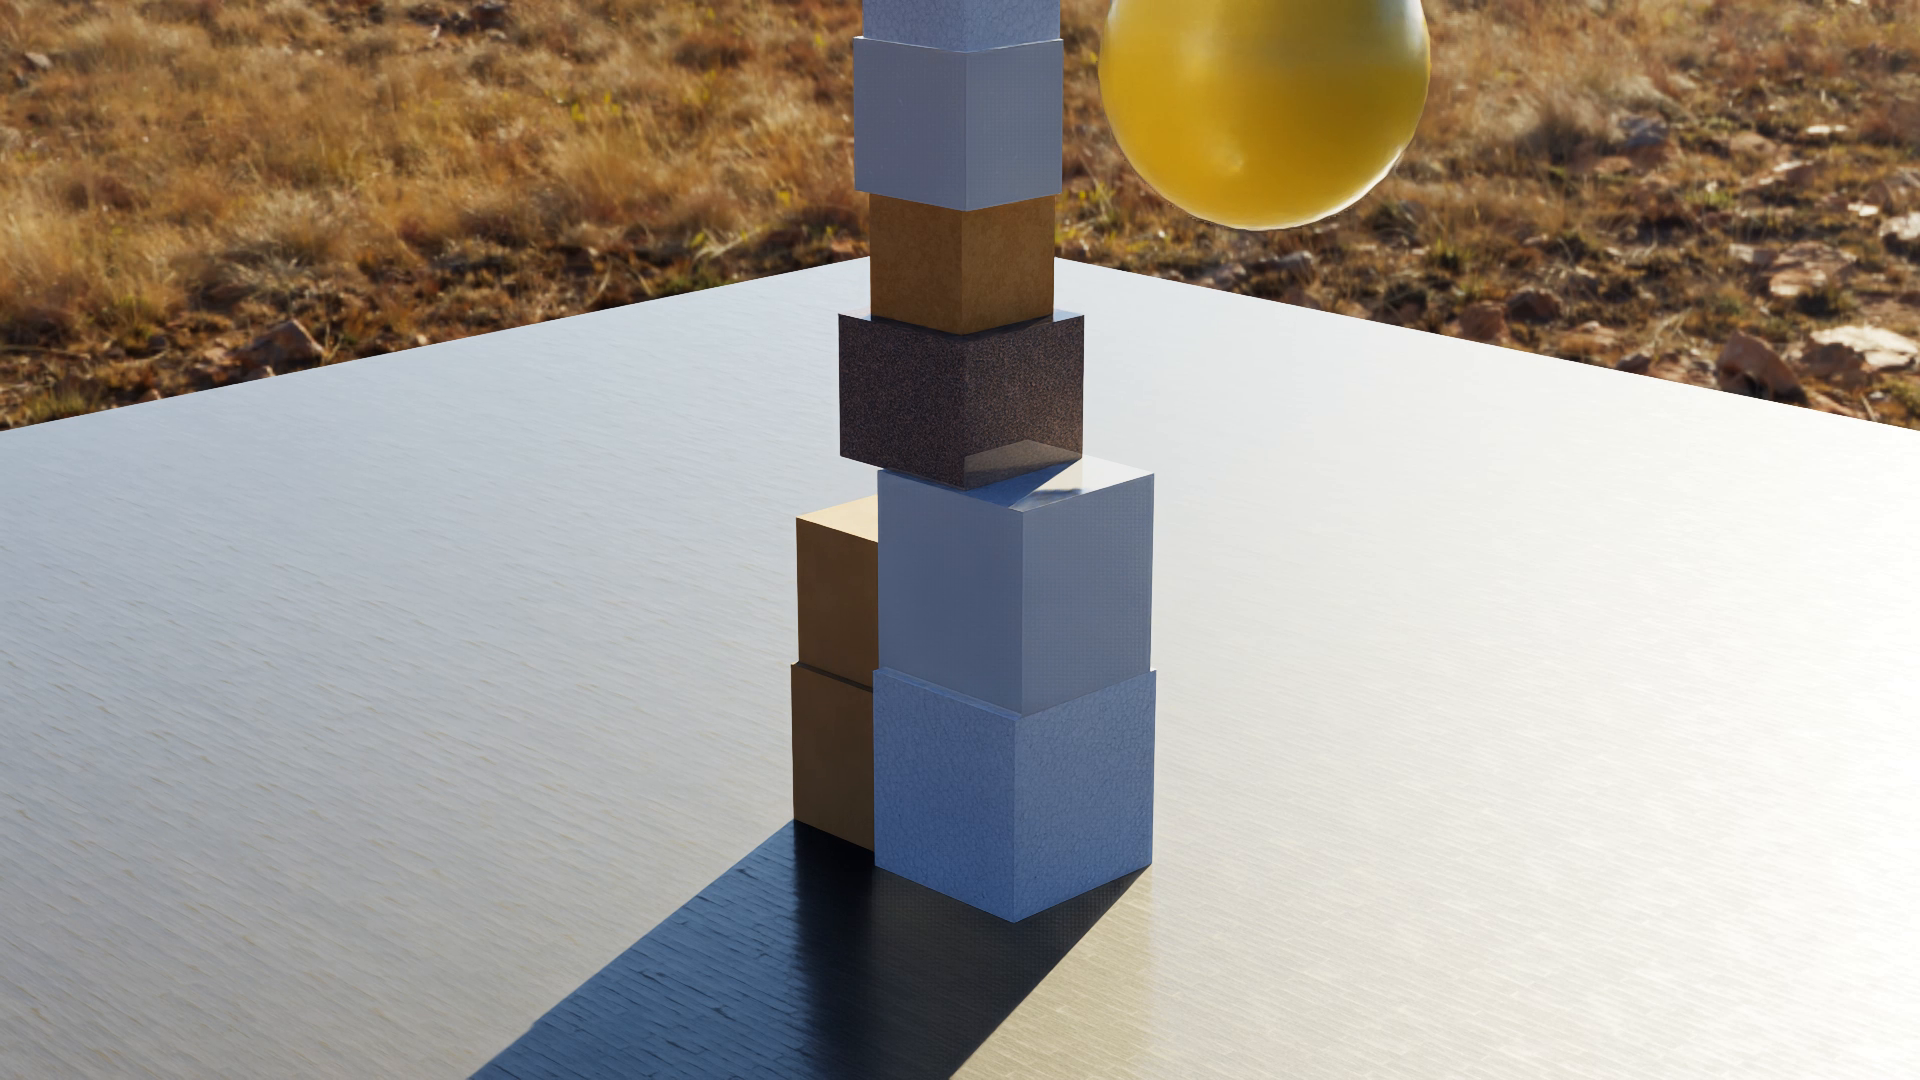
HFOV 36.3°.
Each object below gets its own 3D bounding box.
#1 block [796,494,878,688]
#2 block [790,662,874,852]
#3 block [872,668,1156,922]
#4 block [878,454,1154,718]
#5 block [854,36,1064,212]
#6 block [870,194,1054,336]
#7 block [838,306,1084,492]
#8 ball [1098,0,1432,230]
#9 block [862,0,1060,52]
[{"bbox_3d":[-0.311,0.238,13.762,0.617,0.714,0.666,-17,24,-42],"label":"block"},{"bbox_3d":[-0.319,0.958,13.978,0.694,0.790,0.669,-17,24,-42],"label":"block"},{"bbox_3d":[0.249,1.045,13.427,0.924,0.955,0.893,-17,24,-42],"label":"block"},{"bbox_3d":[0.247,0.143,13.145,0.843,0.935,0.896,-17,24,-42],"label":"block"},{"bbox_3d":[-0.009,-1.846,12.752,0.593,0.668,0.691,-17,24,-42],"label":"block"},{"bbox_3d":[0.009,-1.269,12.953,0.580,0.553,0.573,-17,24,-42],"label":"block"},{"bbox_3d":[0.005,-0.689,13.131,0.755,0.660,0.794,-17,24,-42],"label":"block"},{"bbox_3d":[1.467,-2.298,14.157,1.600,1.600,1.600,0,17,0],"label":"ball"},{"bbox_3d":[0.006,-2.417,12.588,0.587,0.521,0.616,-17,24,-42],"label":"block"}]
